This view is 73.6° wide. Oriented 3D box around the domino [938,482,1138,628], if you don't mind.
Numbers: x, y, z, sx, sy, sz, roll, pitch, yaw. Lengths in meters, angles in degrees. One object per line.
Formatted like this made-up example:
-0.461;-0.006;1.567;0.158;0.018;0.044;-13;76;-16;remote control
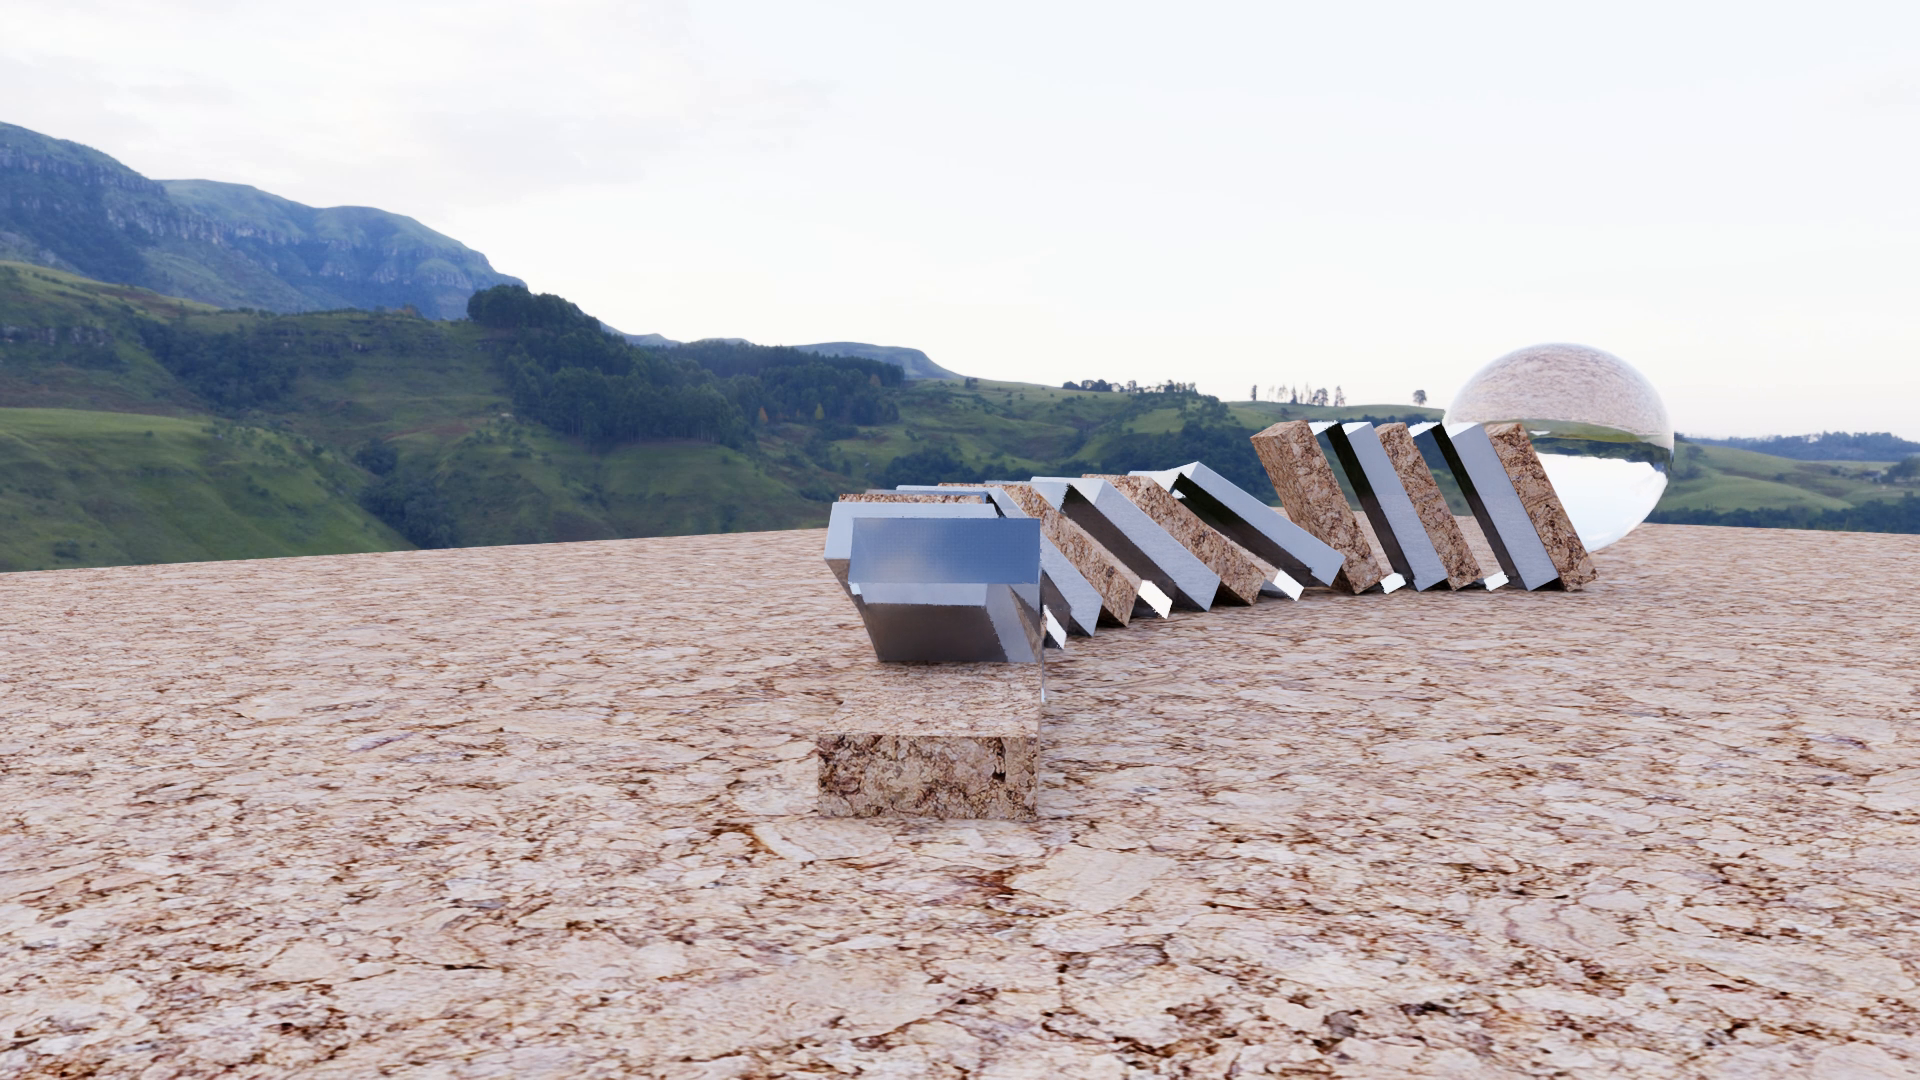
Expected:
0.017;0.004;0.290;0.025;0.010;0.050;4;-26;39;domino

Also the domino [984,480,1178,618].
0.028;0.003;0.306;0.025;0.009;0.050;4;-25;43;domino

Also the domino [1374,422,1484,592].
0.136;-0.010;0.382;0.009;0.050;0.025;-28;1;6;domino

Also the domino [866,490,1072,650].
0.002;0.007;0.253;0.025;0.009;0.050;2;-26;25;domino

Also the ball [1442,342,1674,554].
0.220;-0.033;0.477;0.080;0.080;0.080;0;4;0;ball

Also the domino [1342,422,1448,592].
0.125;-0.010;0.379;0.009;0.050;0.025;-28;3;3;domino

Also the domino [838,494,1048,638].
-0.002;0.008;0.234;0.025;0.010;0.050;1;-27;19;domino

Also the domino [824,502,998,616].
-0.003;0.010;0.213;0.025;0.009;0.050;1;-26;13;domino

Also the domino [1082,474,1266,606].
0.054;0.000;0.335;0.050;0.010;0.025;35;-16;-31;domino

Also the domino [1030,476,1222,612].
0.040;0.001;0.322;0.050;0.010;0.025;36;-19;-35;domino

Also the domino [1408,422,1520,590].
0.147;-0.010;0.383;0.009;0.050;0.025;-28;1;6;domino

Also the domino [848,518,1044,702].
0.000;0.012;0.192;0.025;0.009;0.050;0;-25;5;domino

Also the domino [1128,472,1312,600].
0.069;-0.001;0.349;0.050;0.009;0.025;33;-10;-21;domino

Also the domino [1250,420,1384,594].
0.102;-0.010;0.369;0.009;0.050;0.025;-28;5;-3;domino

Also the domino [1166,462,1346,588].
0.080;-0.003;0.361;0.050;0.009;0.025;31;-9;-9;domino

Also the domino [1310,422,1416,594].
0.113;-0.010;0.375;0.009;0.050;0.025;-28;6;-2;domino

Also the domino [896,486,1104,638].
0.008;0.005;0.272;0.025;0.009;0.050;3;-26;34;domino

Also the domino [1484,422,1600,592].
0.168;-0.010;0.380;0.009;0.050;0.025;-28;1;6;domino

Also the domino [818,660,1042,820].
-0.002;0.025;0.171;0.025;0.010;0.050;0;4;4;domino

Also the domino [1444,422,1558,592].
0.158;-0.010;0.381;0.010;0.050;0.025;-28;1;6;domino
